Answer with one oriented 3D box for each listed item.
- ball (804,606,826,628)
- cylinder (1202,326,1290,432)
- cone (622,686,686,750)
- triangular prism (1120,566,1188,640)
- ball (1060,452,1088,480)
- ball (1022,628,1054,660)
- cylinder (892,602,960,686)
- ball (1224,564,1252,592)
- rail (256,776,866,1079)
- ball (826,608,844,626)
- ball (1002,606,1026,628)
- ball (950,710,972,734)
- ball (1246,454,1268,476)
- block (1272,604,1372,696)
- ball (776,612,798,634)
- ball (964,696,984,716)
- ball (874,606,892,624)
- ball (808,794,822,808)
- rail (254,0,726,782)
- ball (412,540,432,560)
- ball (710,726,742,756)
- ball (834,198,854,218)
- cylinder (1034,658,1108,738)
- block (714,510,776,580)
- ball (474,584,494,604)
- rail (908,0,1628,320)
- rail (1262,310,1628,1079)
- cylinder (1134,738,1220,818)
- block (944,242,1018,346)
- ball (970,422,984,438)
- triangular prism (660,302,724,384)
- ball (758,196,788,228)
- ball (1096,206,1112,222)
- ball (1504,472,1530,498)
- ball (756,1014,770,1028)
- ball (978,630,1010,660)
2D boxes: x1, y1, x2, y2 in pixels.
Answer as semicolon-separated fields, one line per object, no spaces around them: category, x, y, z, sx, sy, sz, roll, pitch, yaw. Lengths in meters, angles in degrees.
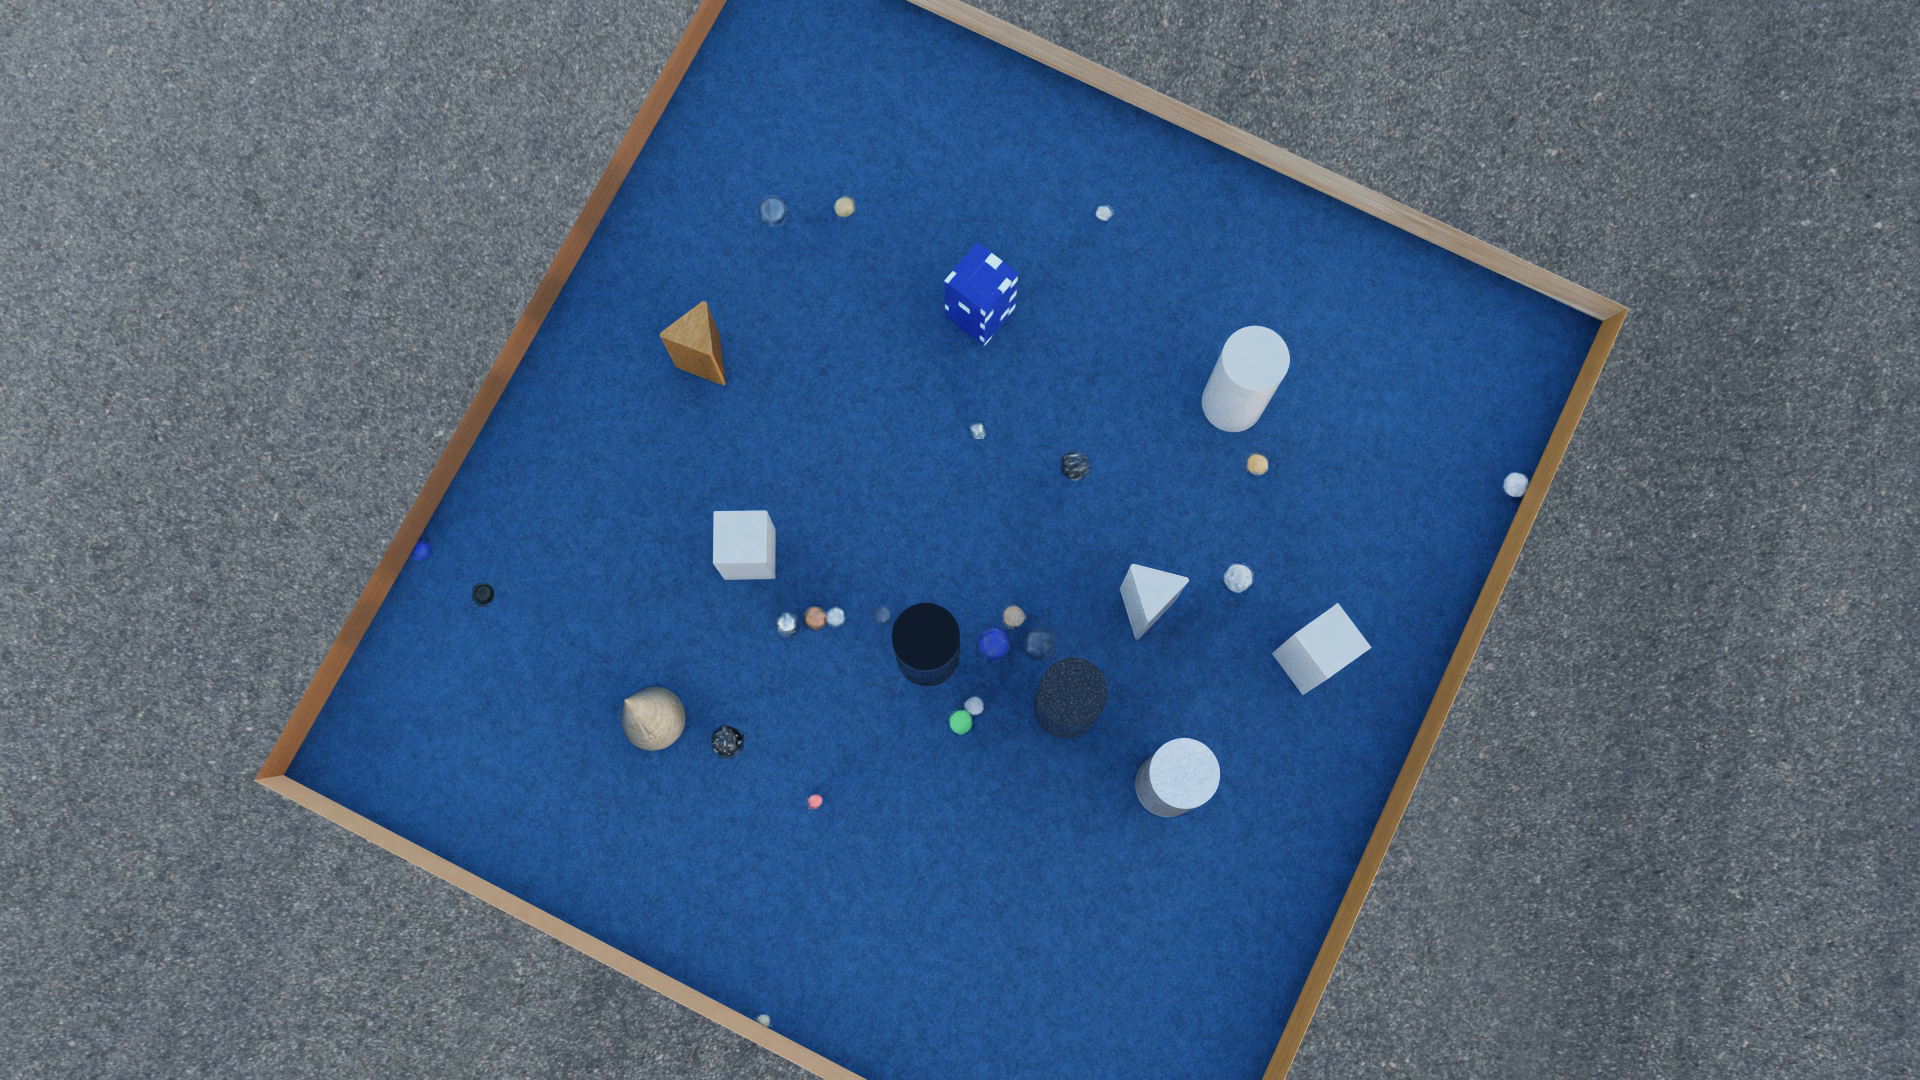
ball;-0.438;0.233;5.534;0.067;0.067;0.067;0;78;0
cylinder;0.849;-0.476;5.482;0.194;0.456;0.194;0;78;0
cone;-0.922;0.487;5.269;0.194;0.484;0.194;0;78;0
triangular prism;0.542;0.157;5.402;0.146;0.357;0.168;44;82;8
ball;0.351;-0.226;5.620;0.084;0.084;0.084;0;78;0
ball;0.236;0.311;5.504;0.095;0.095;0.095;0;78;0
cylinder;-0.097;0.310;5.366;0.194;0.366;0.194;0;78;0
ball;0.843;0.115;5.549;0.085;0.085;0.085;0;78;0
rail;-0.690;1.358;5.270;3.036;0.126;0.045;26;80;5
ball;-0.377;0.232;5.540;0.056;0.056;0.056;0;78;0
ball;0.163;0.231;5.535;0.067;0.067;0.067;0;78;0
ball;0.003;0.544;5.468;0.070;0.070;0.070;0;78;0
ball;0.914;-0.231;5.631;0.065;0.065;0.065;0;78;0
block;1.051;0.323;5.355;0.155;0.382;0.155;-34;80;-7
ball;-0.521;0.252;5.530;0.068;0.068;0.068;0;78;0
ball;0.042;0.497;5.485;0.057;0.057;0.057;0;78;0
ball;-0.235;0.228;5.542;0.053;0.053;0.053;0;78;0
ball;-0.428;0.773;5.435;0.042;0.042;0.042;0;78;0
rail;-1.336;-0.648;5.685;0.045;0.126;3.133;26;80;5
ball;-1.640;0.030;5.581;0.057;0.057;0.057;0;78;0
ball;-0.693;0.598;5.445;0.093;0.093;0.093;0;78;0
ball;-0.366;-1.053;5.801;0.065;0.065;0.065;0;78;0
cylinder;0.319;0.463;5.330;0.194;0.374;0.194;0;78;0
block;-0.642;0.018;5.479;0.155;0.263;0.155;-1;78;0
ball;-1.441;0.164;5.551;0.062;0.062;0.062;0;78;0
rail;0.690;-1.345;5.829;3.036;0.126;0.045;26;80;5
rail;1.336;0.661;5.414;0.045;0.126;3.133;26;80;5
cylinder;0.618;0.686;5.253;0.194;0.433;0.194;0;78;0
block;0.063;-0.747;5.600;0.155;0.334;0.155;38;81;7
ball;0.053;-0.341;5.664;0.046;0.046;0.046;0;78;0
triangular prism;-0.785;-0.612;5.583;0.168;0.313;0.146;21;79;4
ball;-0.591;-1.035;5.781;0.097;0.097;0.097;0;78;0
ball;0.455;-1.035;5.806;0.048;0.048;0.048;0;78;0
ball;1.703;-0.169;5.613;0.076;0.076;0.076;0;78;0
ball;-0.570;1.395;5.307;0.041;0.041;0.041;0;78;0
ball;0.102;0.315;5.503;0.094;0.094;0.094;0;78;0
